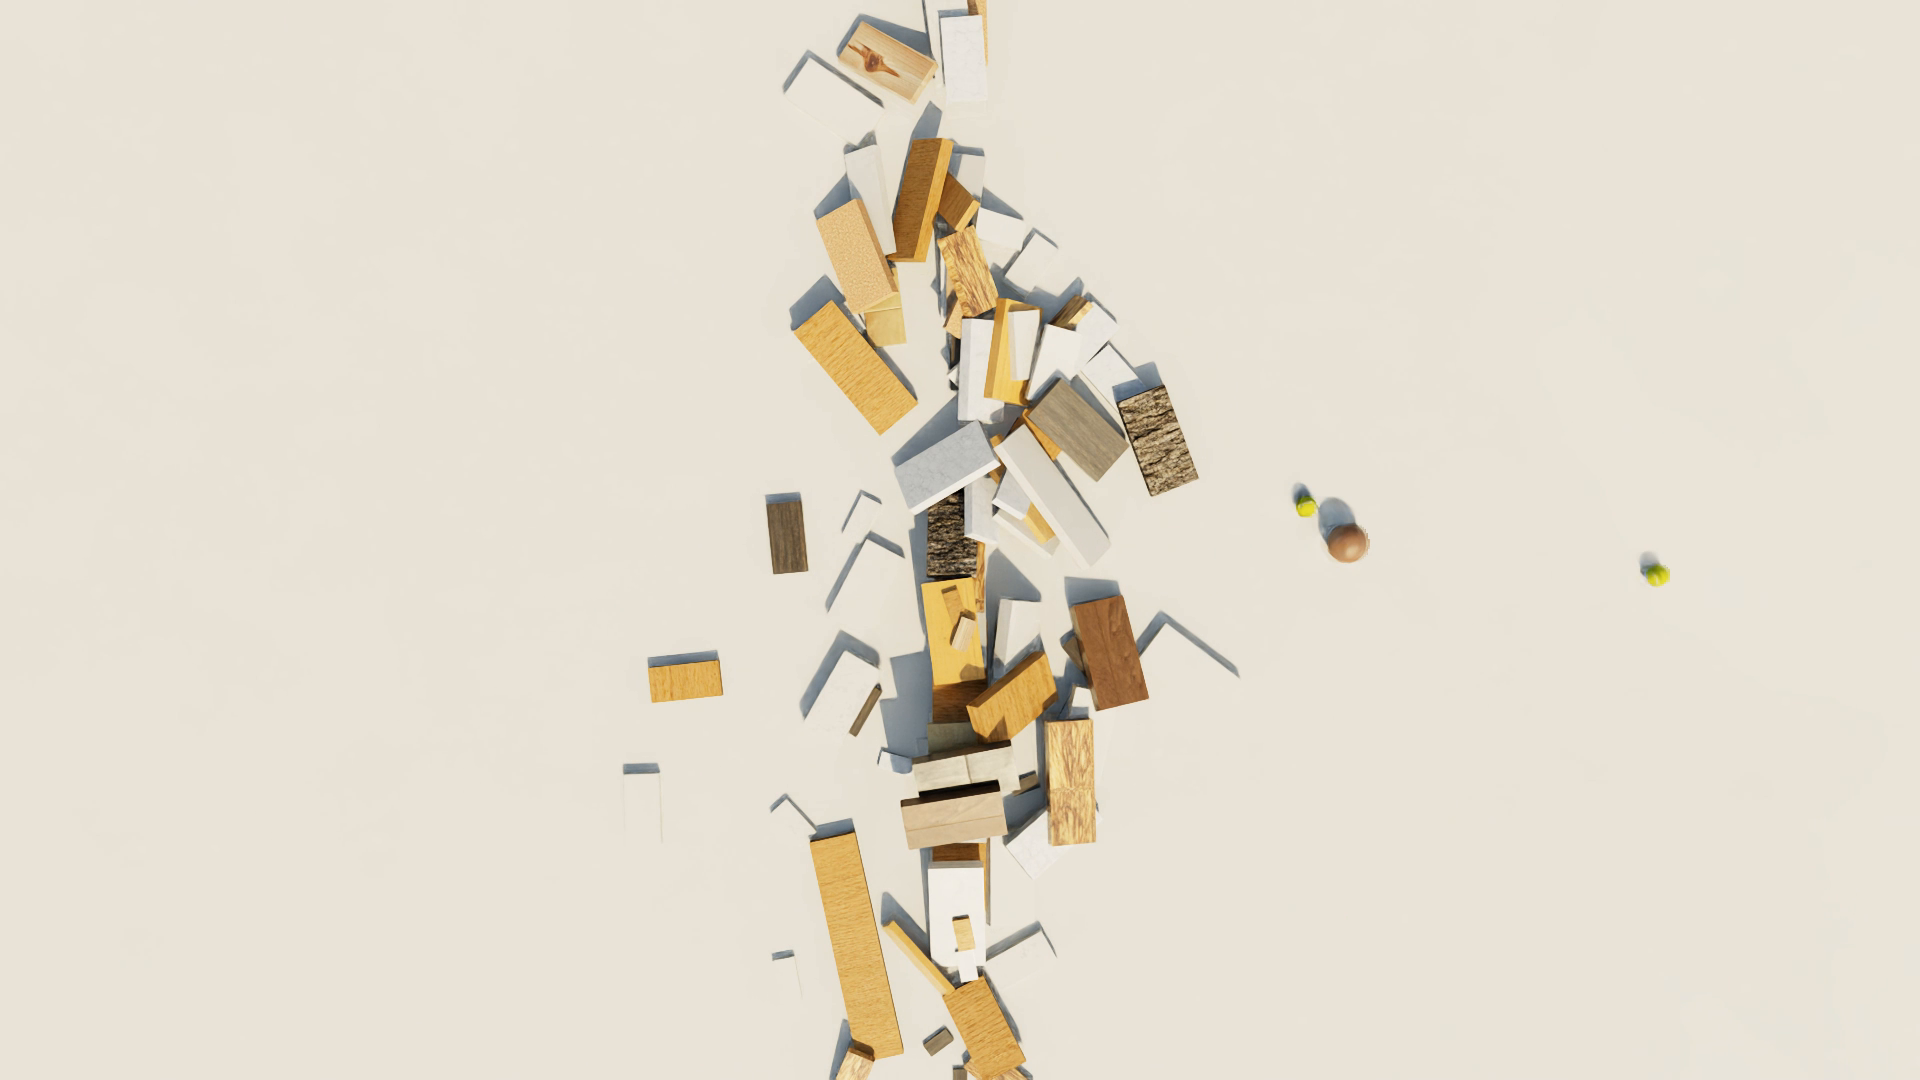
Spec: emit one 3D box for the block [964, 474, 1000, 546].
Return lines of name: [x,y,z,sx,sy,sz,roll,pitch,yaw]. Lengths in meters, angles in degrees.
block: [0.071,-0.120,5.404,0.035,0.125,0.250,-18,64,41]

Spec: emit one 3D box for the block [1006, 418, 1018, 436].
block: [0.244,-0.326,5.488,0.176,0.025,0.088,31,90,0]

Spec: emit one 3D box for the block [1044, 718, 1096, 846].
block: [0.362,0.791,5.400,0.153,0.043,0.407,-3,94,-14]

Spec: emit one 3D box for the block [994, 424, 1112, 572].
block: [0.307,-0.140,5.410,0.500,0.041,0.143,54,49,-7]

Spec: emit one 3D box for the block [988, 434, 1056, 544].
block: [0.201,-0.170,5.439,0.116,0.033,0.382,-34,85,-37]

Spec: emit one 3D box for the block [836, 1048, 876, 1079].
block: [-0.358,1.778,5.458,0.094,0.027,0.191,22,108,0]

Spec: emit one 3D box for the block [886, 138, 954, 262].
block: [-0.134,-1.115,5.420,0.047,0.166,0.403,13,90,-38]

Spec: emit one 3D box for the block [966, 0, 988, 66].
block: [0.007,-2.007,5.479,0.152,0.043,0.855,-1,90,0]

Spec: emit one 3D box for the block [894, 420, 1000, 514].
block: [-0.045,-0.238,5.400,0.333,0.047,0.166,-30,62,14]

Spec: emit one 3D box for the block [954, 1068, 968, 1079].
block: [0.003,1.809,5.493,0.047,0.013,0.095,-2,90,0]

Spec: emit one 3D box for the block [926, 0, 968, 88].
block: [-0.044,-1.758,5.438,0.135,0.038,0.514,-7,90,0]

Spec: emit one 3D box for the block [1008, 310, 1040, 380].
block: [0.213,-0.639,5.408,0.111,0.031,0.222,-11,102,-38]

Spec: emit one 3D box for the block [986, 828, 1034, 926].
block: [0.166,1.113,5.453,0.154,0.044,0.309,0,90,-20]

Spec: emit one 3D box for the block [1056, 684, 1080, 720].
block: [0.383,0.583,5.487,0.094,0.027,0.188,29,90,0]

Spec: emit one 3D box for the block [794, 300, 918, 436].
block: [-0.342,-0.568,5.449,0.167,0.047,0.442,-40,95,5]

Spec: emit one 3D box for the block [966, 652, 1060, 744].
block: [0.174,0.525,5.341,0.352,0.050,0.176,-35,118,-38]

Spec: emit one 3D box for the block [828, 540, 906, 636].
block: [-0.312,0.157,5.480,0.143,0.041,0.286,28,90,0]

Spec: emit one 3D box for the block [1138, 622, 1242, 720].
block: [0.761,0.435,5.477,0.320,0.045,0.160,37,90,0]

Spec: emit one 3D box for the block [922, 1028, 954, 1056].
block: [-0.071,1.673,5.493,0.095,0.013,0.047,-36,90,0]

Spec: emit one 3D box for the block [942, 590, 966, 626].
block: [-0.017,0.217,5.313,0.053,0.015,0.105,-18,86,-1]

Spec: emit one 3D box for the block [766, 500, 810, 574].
block: [-0.573,-0.007,5.483,0.117,0.033,0.235,-5,90,0]

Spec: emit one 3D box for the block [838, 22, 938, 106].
block: [-0.238,-1.571,5.436,0.303,0.043,0.152,33,90,17]

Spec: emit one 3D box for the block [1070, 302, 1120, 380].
block: [0.398,-0.655,5.468,0.125,0.035,0.252,43,85,-2]

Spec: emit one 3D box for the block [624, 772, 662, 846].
block: [-1.054,0.894,5.483,0.117,0.033,0.235,-2,90,0]

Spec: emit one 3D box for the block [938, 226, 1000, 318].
block: [0.031,-0.870,5.353,0.135,0.038,0.270,-31,107,-35]

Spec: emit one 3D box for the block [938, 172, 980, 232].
block: [-0.037,-1.117,5.372,0.031,0.289,0.111,20,113,-40]

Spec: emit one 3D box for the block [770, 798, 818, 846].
block: [-0.554,0.941,5.489,0.074,0.021,0.148,-42,90,0]

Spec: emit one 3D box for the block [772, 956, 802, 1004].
block: [-0.574,1.464,5.489,0.074,0.021,0.149,-11,90,0]

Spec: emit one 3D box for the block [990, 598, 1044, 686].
block: [0.186,0.375,5.416,0.050,0.176,0.352,7,90,40]

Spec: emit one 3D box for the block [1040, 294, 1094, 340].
block: [0.345,-0.722,5.452,0.194,0.097,0.027,-47,122,0]

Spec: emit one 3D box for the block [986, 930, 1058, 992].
block: [0.200,1.398,5.484,0.220,0.031,0.110,-29,90,0]

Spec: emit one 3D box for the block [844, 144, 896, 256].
block: [-0.296,-1.113,5.448,0.125,0.035,0.354,-9,90,37]

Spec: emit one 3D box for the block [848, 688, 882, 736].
block: [-0.339,0.559,5.488,0.087,0.025,0.174,30,90,0]

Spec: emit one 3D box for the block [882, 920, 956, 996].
block: [-0.139,1.384,5.455,0.025,0.087,0.303,-42,90,-25]

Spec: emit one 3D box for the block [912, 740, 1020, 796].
block: [0.019,0.742,5.242,0.320,0.045,0.160,-11,113,1]

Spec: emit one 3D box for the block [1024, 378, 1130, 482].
block: [0.386,-0.362,5.424,0.332,0.047,0.166,42,90,-19]

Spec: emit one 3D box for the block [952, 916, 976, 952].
block: [0.013,1.292,5.408,0.057,0.016,0.113,-11,106,3]

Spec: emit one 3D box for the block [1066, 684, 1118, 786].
block: [0.417,0.645,5.454,0.153,0.043,0.306,12,93,-11]

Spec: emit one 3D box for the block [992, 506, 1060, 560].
block: [0.228,-0.049,5.435,0.232,0.033,0.116,37,53,-9]

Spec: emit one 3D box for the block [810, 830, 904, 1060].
block: [-0.343,1.351,5.478,0.154,0.044,0.748,-13,90,0]

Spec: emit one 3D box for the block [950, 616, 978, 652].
block: [0.013,0.303,5.299,0.053,0.015,0.105,20,93,-4]

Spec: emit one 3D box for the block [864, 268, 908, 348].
block: [-0.255,-0.770,5.482,0.125,0.035,0.250,-8,90,0]

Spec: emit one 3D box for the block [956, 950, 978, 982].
block: [0.022,1.401,5.440,0.057,0.016,0.113,-11,107,2]
